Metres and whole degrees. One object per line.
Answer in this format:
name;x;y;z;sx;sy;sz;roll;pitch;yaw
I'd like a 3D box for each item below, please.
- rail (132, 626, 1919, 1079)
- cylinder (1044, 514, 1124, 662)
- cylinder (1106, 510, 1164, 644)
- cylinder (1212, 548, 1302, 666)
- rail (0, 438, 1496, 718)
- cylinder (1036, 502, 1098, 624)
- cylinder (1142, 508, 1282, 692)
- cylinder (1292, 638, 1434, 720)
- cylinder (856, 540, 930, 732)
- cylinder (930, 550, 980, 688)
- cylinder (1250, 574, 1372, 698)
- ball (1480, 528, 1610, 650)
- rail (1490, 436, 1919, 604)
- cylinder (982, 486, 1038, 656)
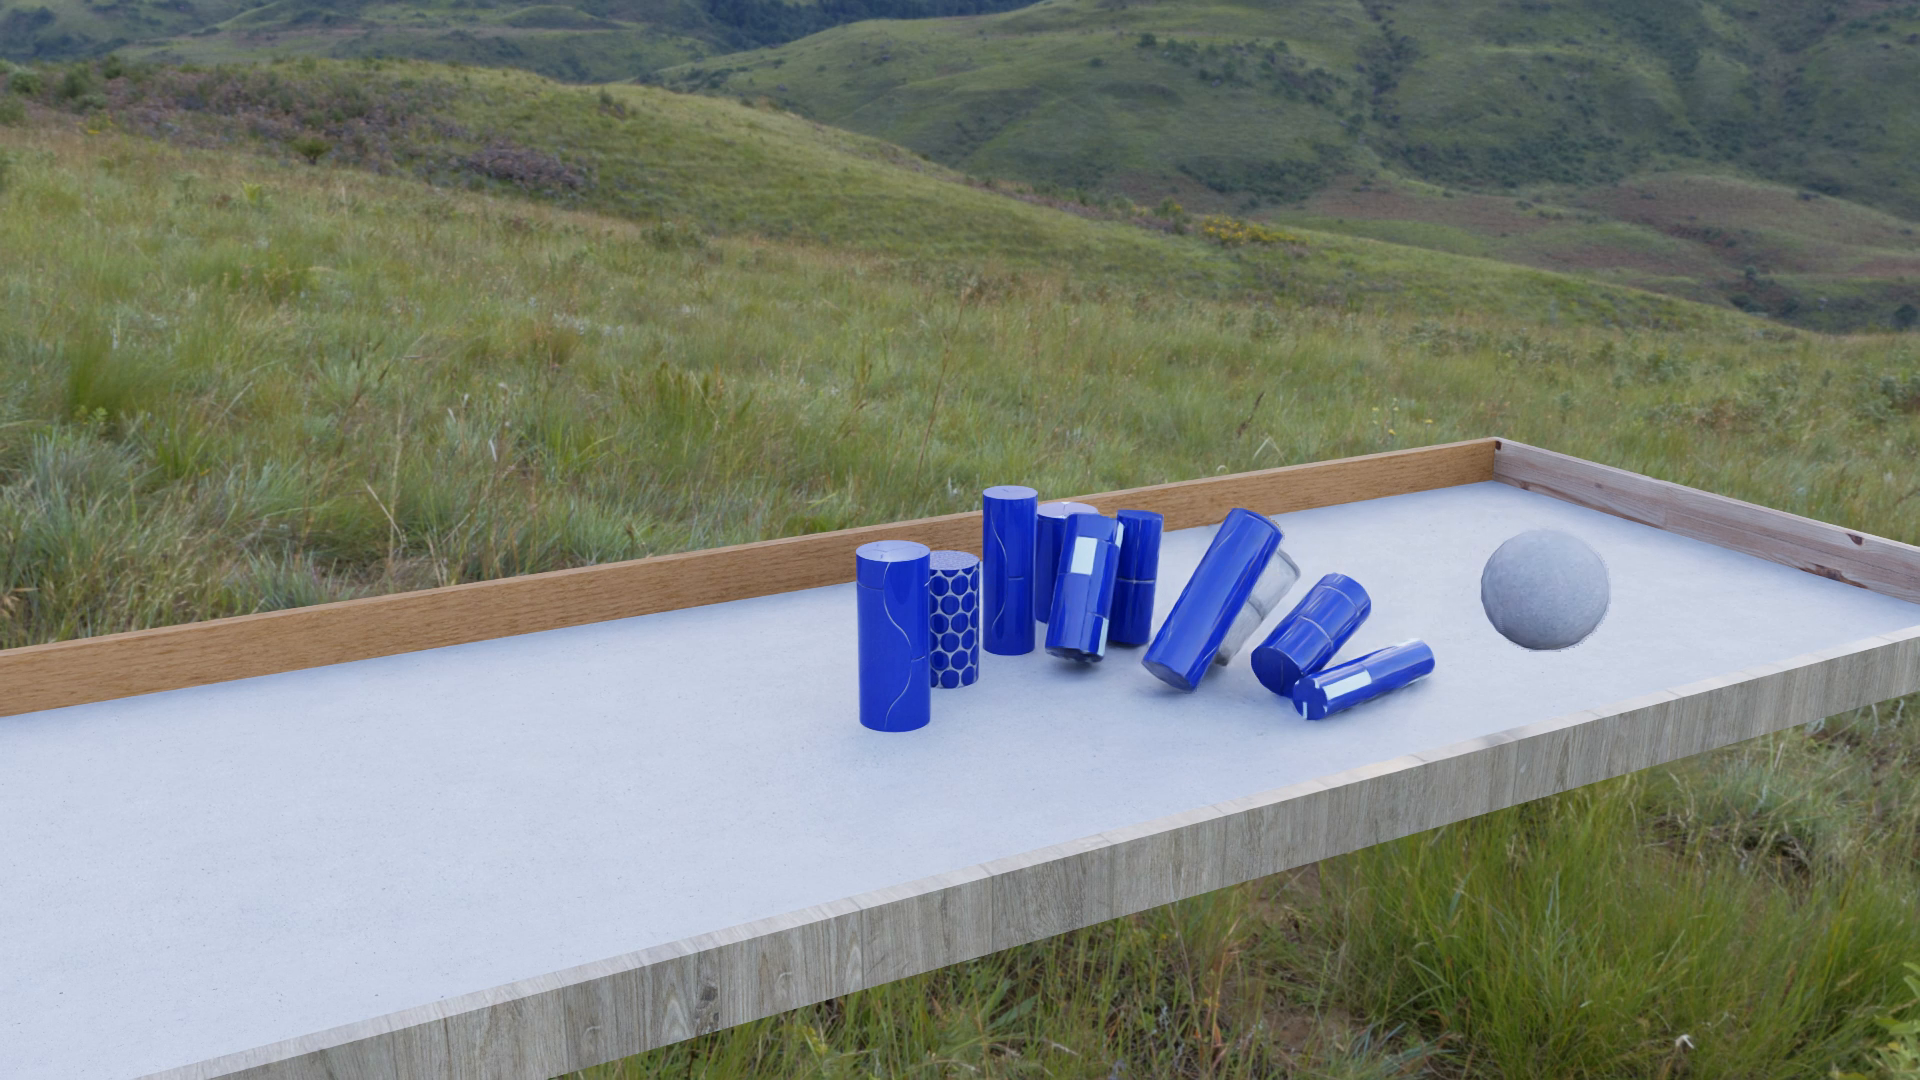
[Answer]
rail;-2.336;1.006;1.665;12.000;0.150;0.050;-9;18;-27
cylinder;0.322;0.124;4.258;0.152;0.355;0.152;10;-15;3
cylinder;0.461;0.099;4.390;0.124;0.341;0.124;5;10;-1
cylinder;0.713;0.153;4.247;0.305;0.175;0.175;-48;32;-10
rail;-3.305;0.497;3.399;12.000;0.150;0.050;-9;18;-27
cylinder;0.293;0.065;4.589;0.174;0.307;0.174;0;16;0
cylinder;0.626;0.147;4.090;0.146;0.454;0.146;30;-14;9
cylinder;0.988;0.337;4.024;0.424;0.105;0.105;-13;21;-38
cylinder;-0.154;0.224;3.856;0.171;0.415;0.171;0;16;0
cylinder;-0.035;0.198;4.134;0.167;0.309;0.167;0;16;0
cylinder;0.874;0.234;4.098;0.152;0.152;0.320;15;44;41
ball;1.276;0.109;3.602;0.266;0.266;0.266;0;16;0
rail;2.466;-0.048;5.253;0.050;0.150;2.100;-9;18;-27
cylinder;0.130;0.080;4.331;0.142;0.424;0.142;0;16;0
